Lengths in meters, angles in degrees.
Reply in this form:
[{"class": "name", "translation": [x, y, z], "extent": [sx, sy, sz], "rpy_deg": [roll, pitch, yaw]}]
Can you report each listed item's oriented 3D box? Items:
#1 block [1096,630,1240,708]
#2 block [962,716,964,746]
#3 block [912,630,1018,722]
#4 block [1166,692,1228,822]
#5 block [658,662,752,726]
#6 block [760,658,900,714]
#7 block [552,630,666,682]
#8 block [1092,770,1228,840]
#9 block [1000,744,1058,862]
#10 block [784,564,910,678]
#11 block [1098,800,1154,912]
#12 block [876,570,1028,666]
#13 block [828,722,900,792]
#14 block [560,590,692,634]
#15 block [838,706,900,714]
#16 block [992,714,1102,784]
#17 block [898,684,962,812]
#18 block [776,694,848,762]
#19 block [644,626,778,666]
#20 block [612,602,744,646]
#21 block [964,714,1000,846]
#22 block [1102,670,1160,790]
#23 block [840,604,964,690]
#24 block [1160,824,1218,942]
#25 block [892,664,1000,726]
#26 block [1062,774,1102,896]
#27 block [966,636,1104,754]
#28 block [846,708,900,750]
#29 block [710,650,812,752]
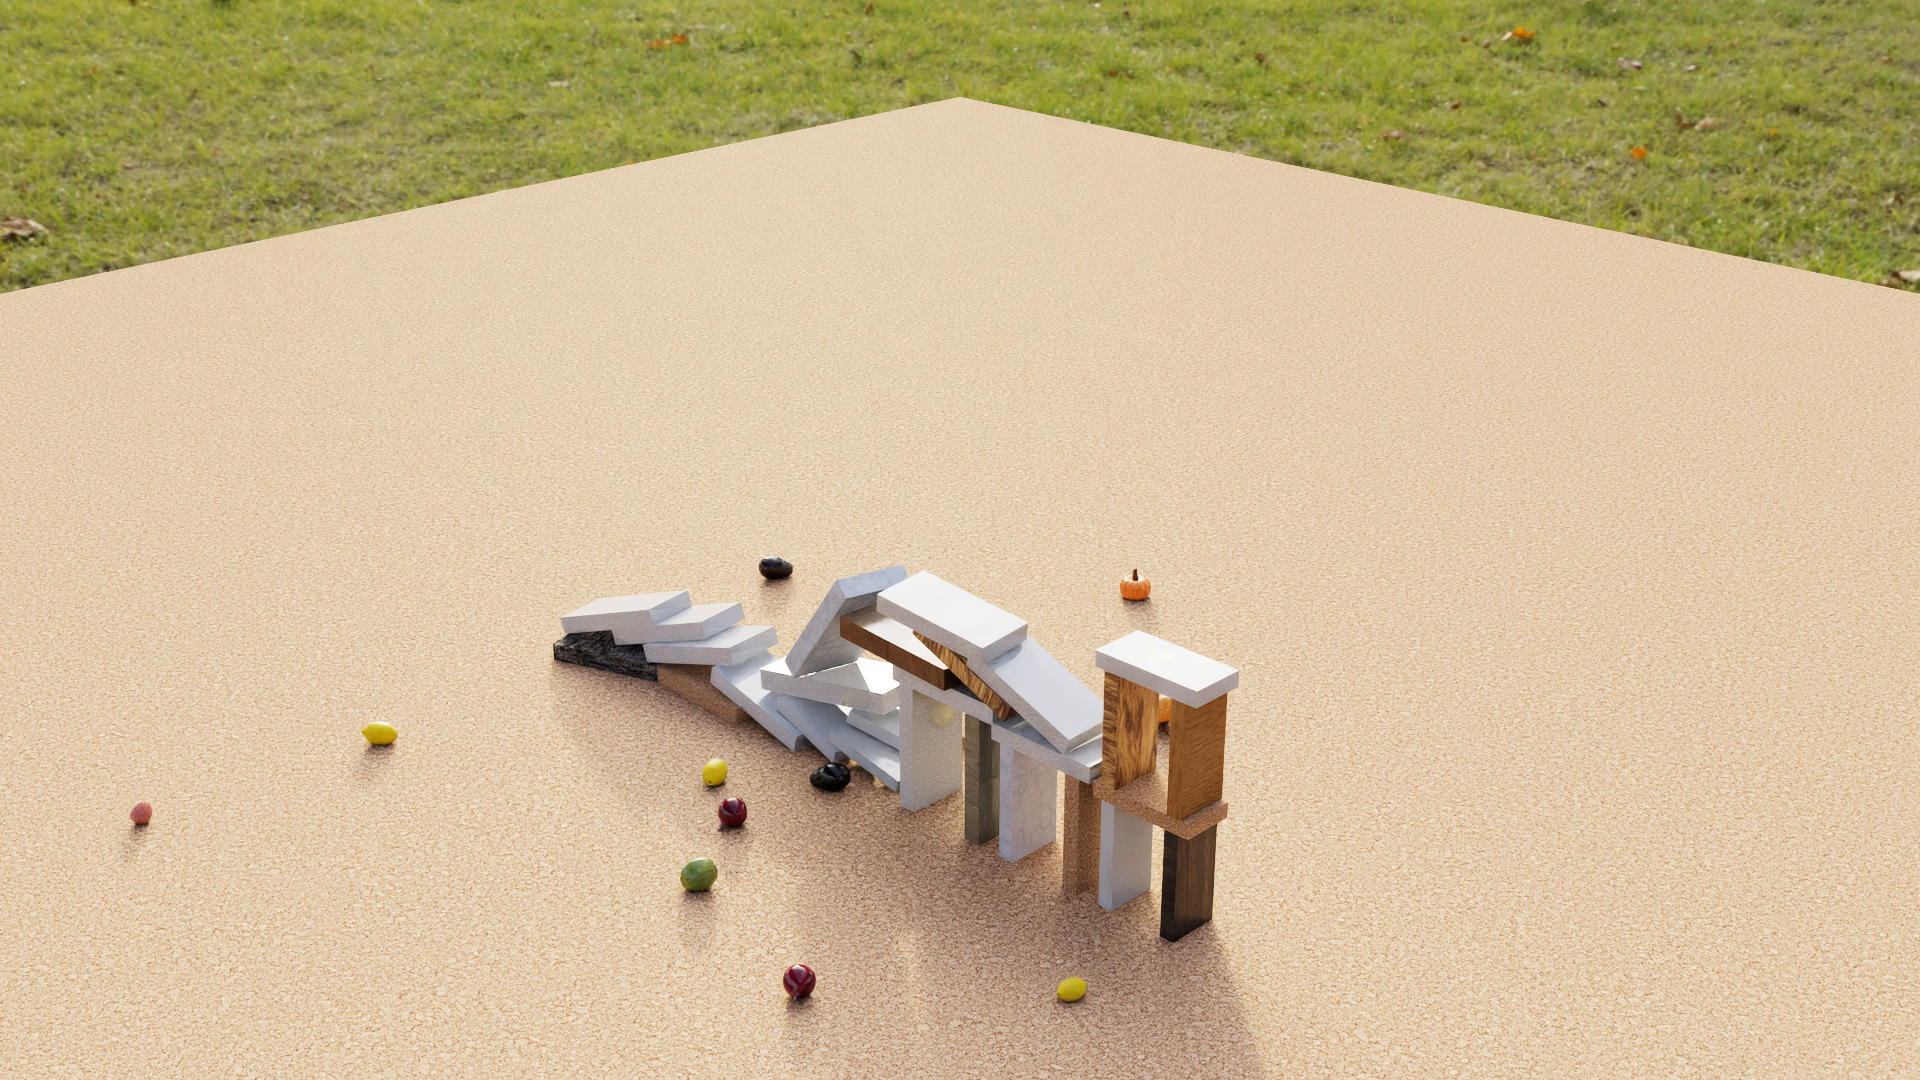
[{"class": "block", "translation": [0.368, 0.229, 3.920], "extent": [0.234, 0.033, 0.117], "rpy_deg": [21, 31, 40]}, {"class": "block", "translation": [-0.021, 0.397, 4.758], "extent": [0.146, 0.021, 0.073], "rpy_deg": [27, 29, 28]}, {"class": "block", "translation": [0.048, 0.230, 4.265], "extent": [0.135, 0.038, 0.270], "rpy_deg": [-23, 54, -40]}, {"class": "block", "translation": [0.423, 0.373, 3.921], "extent": [0.033, 0.234, 0.117], "rpy_deg": [21, 31, 40]}, {"class": "block", "translation": [-0.535, 0.326, 4.939], "extent": [0.144, 0.041, 0.289], "rpy_deg": [-20, 30, -39]}, {"class": "block", "translation": [-0.251, 0.302, 4.740], "extent": [0.326, 0.046, 0.163], "rpy_deg": [9, 19, 33]}, {"class": "block", "translation": [-0.785, 0.258, 5.103], "extent": [0.283, 0.040, 0.141], "rpy_deg": [10, 25, 23]}, {"class": "block", "translation": [0.366, 0.474, 4.025], "extent": [0.226, 0.032, 0.113], "rpy_deg": [21, 31, 41]}, {"class": "block", "translation": [0.134, 0.491, 4.283], "extent": [0.036, 0.251, 0.126], "rpy_deg": [21, 31, 41]}, {"class": "block", "translation": [-0.238, 0.173, 4.622], "extent": [0.163, 0.326, 0.046], "rpy_deg": [-13, 64, -34]}, {"class": "block", "translation": [0.312, 0.572, 4.124], "extent": [0.032, 0.226, 0.113], "rpy_deg": [21, 31, 41]}, {"class": "block", "translation": [-0.016, 0.148, 4.252], "extent": [0.270, 0.038, 0.135], "rpy_deg": [26, 36, 33]}, {"class": "block", "translation": [-0.170, 0.445, 4.611], "extent": [0.201, 0.028, 0.100], "rpy_deg": [34, 38, 30]}, {"class": "block", "translation": [-0.776, 0.167, 5.104], "extent": [0.283, 0.040, 0.141], "rpy_deg": [-6, 14, 35]}, {"class": "block", "translation": [-0.189, 0.383, 4.832], "extent": [0.146, 0.021, 0.073], "rpy_deg": [-4, 23, -10]}, {"class": "block", "translation": [0.193, 0.382, 4.171], "extent": [0.251, 0.036, 0.126], "rpy_deg": [21, 31, 41]}, {"class": "block", "translation": [-0.059, 0.399, 4.464], "extent": [0.139, 0.278, 0.039], "rpy_deg": [-21, 31, -40]}, {"class": "block", "translation": [-0.291, 0.392, 4.704], "extent": [0.100, 0.028, 0.201], "rpy_deg": [-18, 45, -38]}, {"class": "block", "translation": [-0.562, 0.235, 4.954], "extent": [0.289, 0.041, 0.144], "rpy_deg": [-1, 17, 42]}, {"class": "block", "translation": [-0.646, 0.191, 5.033], "extent": [0.283, 0.040, 0.141], "rpy_deg": [-5, 14, 37]}, {"class": "block", "translation": [0.073, 0.451, 4.342], "extent": [0.139, 0.278, 0.039], "rpy_deg": [-21, 31, -40]}, {"class": "block", "translation": [0.313, 0.330, 4.022], "extent": [0.033, 0.234, 0.117], "rpy_deg": [21, 31, 41]}, {"class": "block", "translation": [-0.076, 0.203, 4.411], "extent": [0.163, 0.046, 0.326], "rpy_deg": [-19, 29, -37]}, {"class": "block", "translation": [0.419, 0.613, 4.026], "extent": [0.032, 0.226, 0.113], "rpy_deg": [21, 31, 41]}, {"class": "block", "translation": [0.013, 0.280, 4.338], "extent": [0.278, 0.039, 0.139], "rpy_deg": [21, 31, 40]}, {"class": "block", "translation": [0.252, 0.537, 4.174], "extent": [0.126, 0.251, 0.036], "rpy_deg": [-21, 31, -41]}, {"class": "block", "translation": [0.154, 0.284, 4.180], "extent": [0.135, 0.038, 0.270], "rpy_deg": [-24, 54, -40]}, {"class": "block", "translation": [-0.129, 0.400, 4.646], "extent": [0.201, 0.028, 0.100], "rpy_deg": [26, 25, 16]}, {"class": "block", "translation": [-0.398, 0.347, 4.810], "extent": [0.144, 0.041, 0.289], "rpy_deg": [-21, 44, -40]}]
